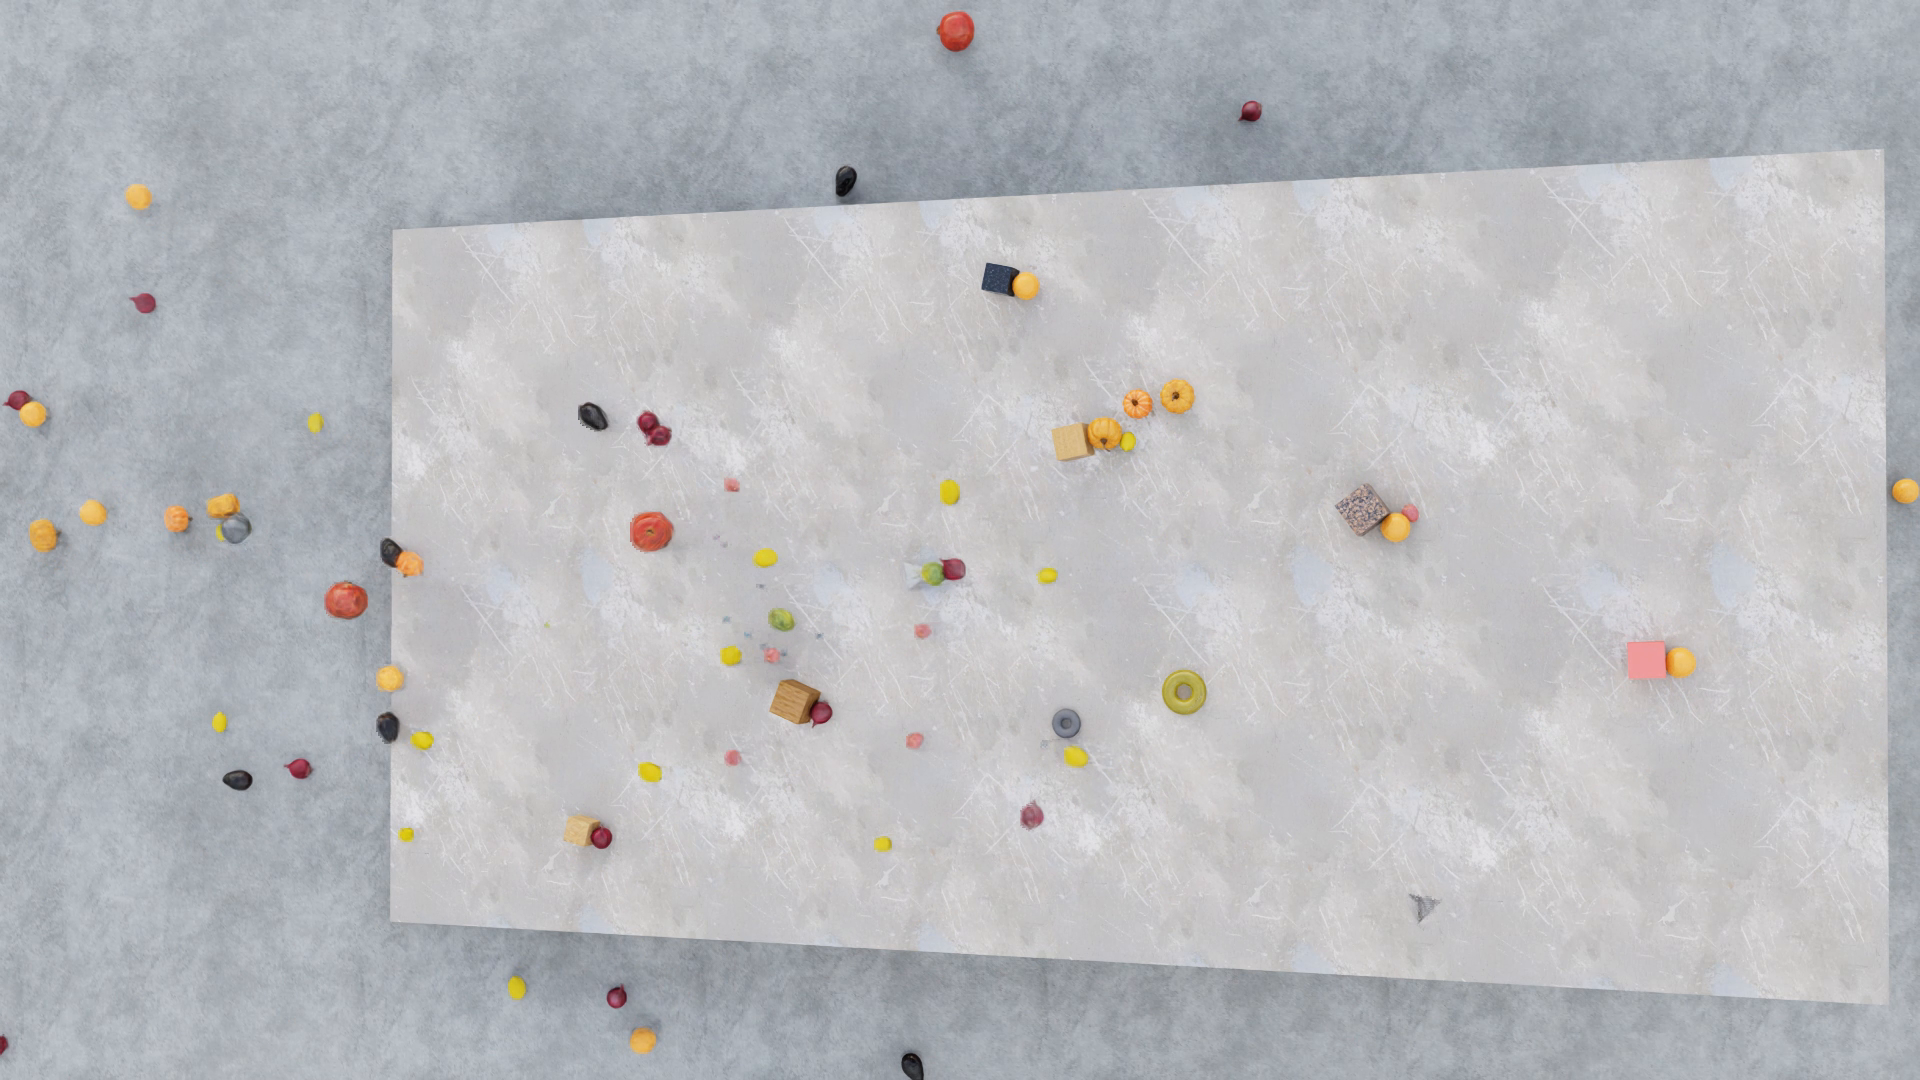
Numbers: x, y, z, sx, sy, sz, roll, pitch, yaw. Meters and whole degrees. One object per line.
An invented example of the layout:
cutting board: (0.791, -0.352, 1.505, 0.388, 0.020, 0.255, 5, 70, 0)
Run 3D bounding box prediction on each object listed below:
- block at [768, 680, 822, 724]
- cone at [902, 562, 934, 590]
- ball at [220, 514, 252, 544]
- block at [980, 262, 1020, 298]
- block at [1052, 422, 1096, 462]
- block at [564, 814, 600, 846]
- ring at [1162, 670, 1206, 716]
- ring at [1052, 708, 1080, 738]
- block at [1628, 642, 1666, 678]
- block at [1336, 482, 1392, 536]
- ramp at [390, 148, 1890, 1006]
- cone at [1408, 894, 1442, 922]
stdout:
block: (-0.444, 0.435, 5.922, 0.090, 0.090, 0.090, 23, 96, 17)
cone: (-0.109, 0.089, 5.848, 0.078, 0.078, 0.078, -10, 89, -9)
ball: (-2.101, -0.031, 6.386, 0.086, 0.086, 0.086, 0, 89, 0)
block: (0.106, -0.682, 5.770, 0.072, 0.072, 0.072, 13, 93, 18)
block: (0.294, -0.253, 5.698, 0.082, 0.082, 0.082, -12, 85, 17)
block: (-1.053, 0.809, 6.124, 0.067, 0.067, 0.067, 13, 93, 18)
ring: (0.573, 0.389, 5.622, 0.117, 0.039, 0.117, -1, 88, 19)
ring: (0.277, 0.478, 5.723, 0.077, 0.026, 0.077, 0, 90, 17)
block: (1.642, 0.286, 5.256, 0.085, 0.085, 0.085, -3, 88, 18)
block: (1.003, -0.075, 5.462, 0.094, 0.094, 0.094, -38, 78, 14)
ramp: (0.275, 0.093, 5.795, 4.000, 0.100, 2.000, 0, 89, 18)
cone: (1.158, 0.901, 5.431, 0.072, 0.072, 0.072, -13, 89, -10)
